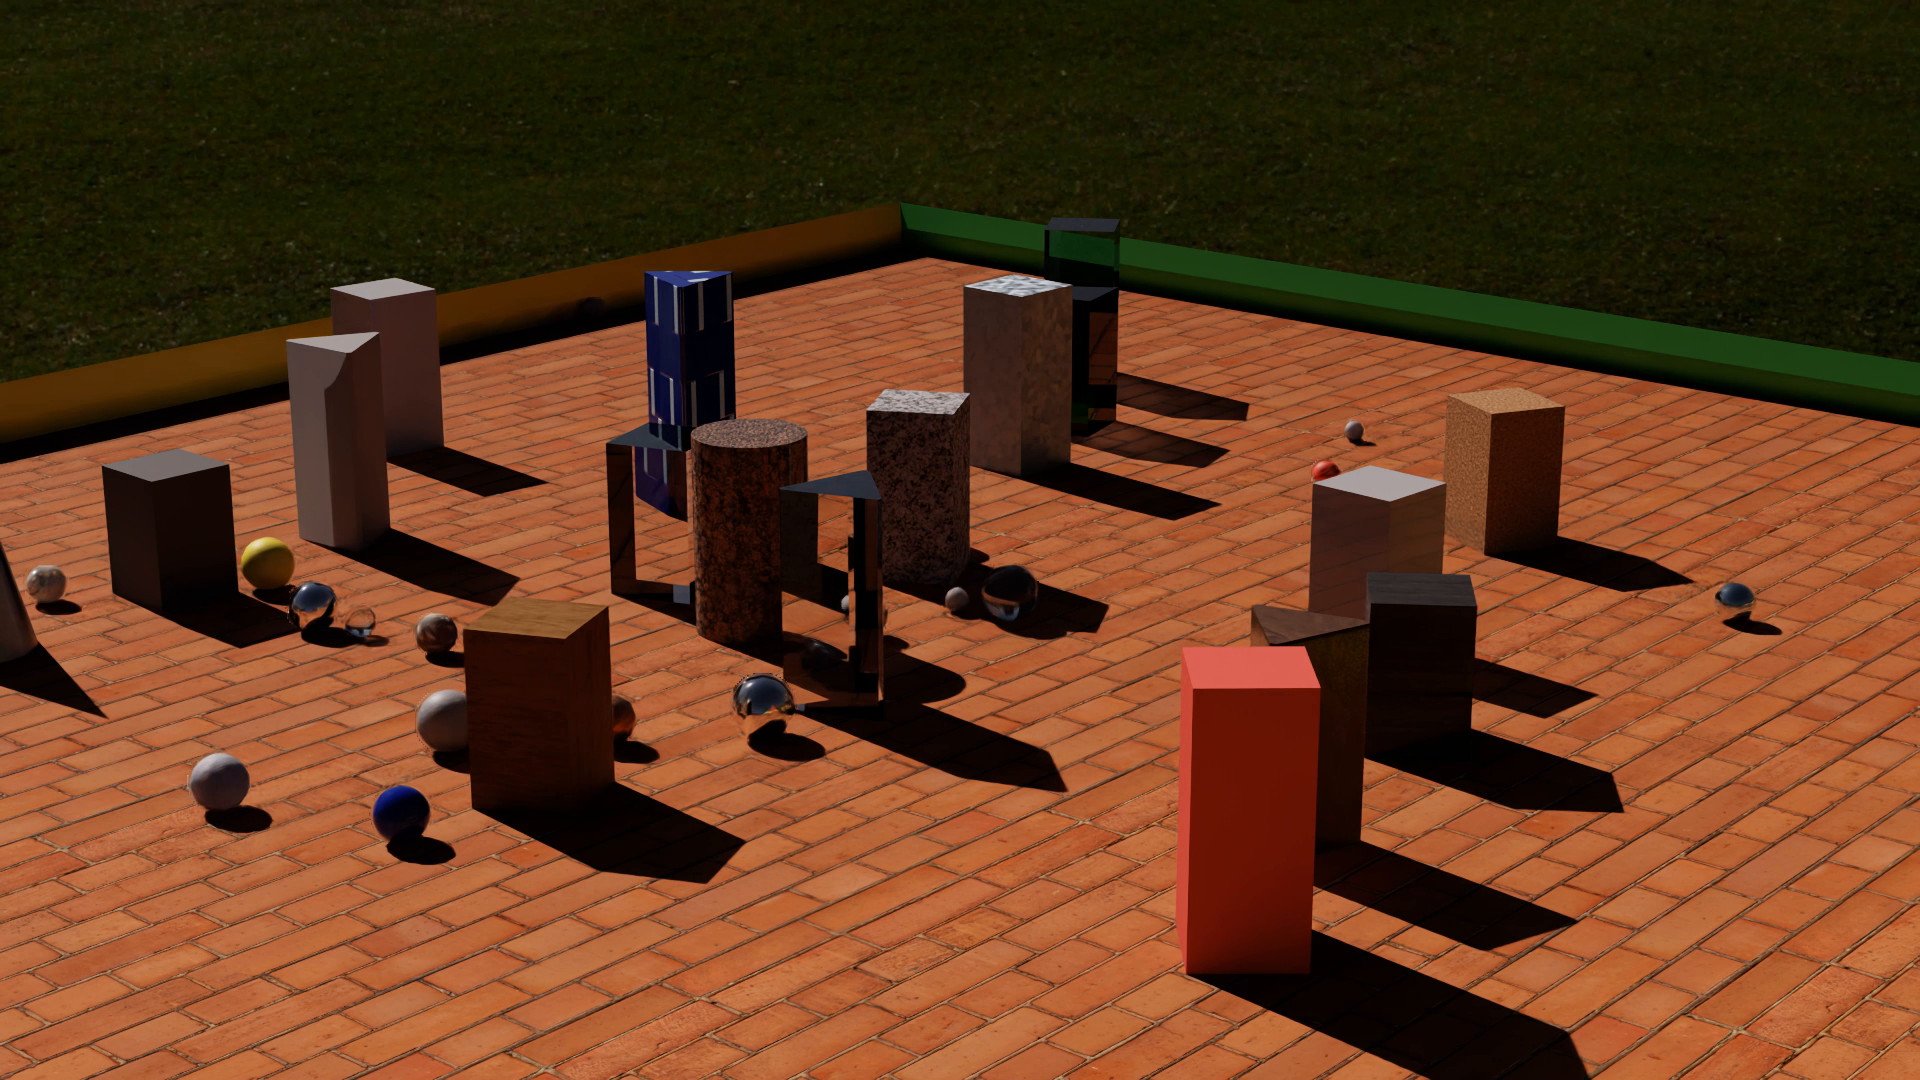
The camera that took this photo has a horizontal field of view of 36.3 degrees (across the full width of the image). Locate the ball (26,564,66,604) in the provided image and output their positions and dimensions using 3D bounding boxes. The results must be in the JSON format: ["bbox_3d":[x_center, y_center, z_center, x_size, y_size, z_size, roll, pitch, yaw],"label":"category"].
[{"bbox_3d":[-1.582,0.076,5.076,0.068,0.068,0.068,0,17,0],"label":"ball"}]

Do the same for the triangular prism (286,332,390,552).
[{"bbox_3d":[-1.119,-0.187,5.416,0.167,0.376,0.145,12,21,35],"label":"triangular prism"}]

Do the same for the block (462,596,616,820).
[{"bbox_3d":[-0.599,0.238,4.189,0.155,0.270,0.155,5,17,16],"label":"block"}]

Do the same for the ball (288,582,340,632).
[{"bbox_3d":[-1.086,0.112,4.928,0.084,0.084,0.084,0,17,0],"label":"ball"}]

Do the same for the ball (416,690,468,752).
[{"bbox_3d":[-0.765,0.271,4.385,0.094,0.094,0.094,0,17,0],"label":"ball"}]

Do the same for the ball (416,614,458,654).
[{"bbox_3d":[-0.860,0.154,4.816,0.068,0.068,0.068,0,17,0],"label":"ball"}]

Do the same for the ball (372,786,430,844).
[{"bbox_3d":[-0.772,0.379,4.052,0.080,0.080,0.080,0,17,0],"label":"ball"}]

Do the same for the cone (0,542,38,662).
[{"bbox_3d":[-1.626,-0.015,4.793,0.193,0.405,0.193,0,17,0],"label":"cone"}]

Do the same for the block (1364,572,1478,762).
[{"bbox_3d":[0.687,0.189,4.401,0.155,0.243,0.155,2,17,5],"label":"block"}]

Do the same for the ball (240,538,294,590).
[{"bbox_3d":[-1.215,0.041,5.148,0.093,0.093,0.093,0,17,0],"label":"ball"}]

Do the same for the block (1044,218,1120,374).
[{"bbox_3d":[0.274,-0.536,6.609,0.155,0.354,0.155,2,17,7],"label":"block"}]

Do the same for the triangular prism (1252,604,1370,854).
[{"bbox_3d":[0.445,0.260,4.030,0.167,0.320,0.145,-11,20,-32],"label":"triangular prism"}]

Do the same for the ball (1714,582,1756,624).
[{"bbox_3d":[1.315,0.106,4.974,0.069,0.069,0.069,0,17,0],"label":"ball"}]

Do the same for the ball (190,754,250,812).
[{"bbox_3d":[-1.051,0.344,4.163,0.082,0.082,0.082,0,17,0],"label":"ball"}]

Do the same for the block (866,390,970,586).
[{"bbox_3d":[-0.073,-0.095,5.218,0.155,0.312,0.155,3,17,11],"label":"block"}]

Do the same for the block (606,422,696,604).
[{"bbox_3d":[-0.510,-0.048,5.133,0.155,0.273,0.155,7,18,21],"label":"block"}]

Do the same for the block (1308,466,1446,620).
[{"bbox_3d":[0.684,0.042,4.819,0.155,0.282,0.155,16,23,42],"label":"block"}]

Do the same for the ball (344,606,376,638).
[{"bbox_3d":[-1.003,0.136,4.902,0.053,0.053,0.053,0,17,0],"label":"ball"}]

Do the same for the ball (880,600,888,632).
[{"bbox_3d":[-0.156,0.128,4.898,0.071,0.071,0.071,0,17,0],"label":"ball"}]

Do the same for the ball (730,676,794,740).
[{"bbox_3d":[-0.299,0.253,4.439,0.097,0.097,0.097,0,17,0],"label":"ball"}]

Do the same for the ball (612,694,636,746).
[{"bbox_3d":[-0.527,0.271,4.413,0.078,0.078,0.078,0,17,0],"label":"ball"}]

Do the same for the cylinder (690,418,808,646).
[{"bbox_3d":[-0.349,-0.015,4.906,0.193,0.340,0.193,0,17,0],"label":"cylinder"}]

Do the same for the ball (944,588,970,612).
[{"bbox_3d":[-0.005,0.103,5.029,0.043,0.043,0.043,0,17,0],"label":"ball"}]

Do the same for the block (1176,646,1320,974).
[{"bbox_3d":[0.358,0.338,3.673,0.155,0.378,0.155,0,17,-1],"label":"block"}]

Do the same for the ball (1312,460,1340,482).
[{"bbox_3d":[0.723,-0.131,5.789,0.053,0.053,0.053,0,17,0],"label":"ball"}]

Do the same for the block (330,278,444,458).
[{"bbox_3d":[-1.180,-0.355,6.046,0.155,0.333,0.155,-15,22,-40],"label":"block"}]

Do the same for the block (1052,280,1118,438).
[{"bbox_3d":[0.232,-0.385,6.218,0.155,0.292,0.155,8,18,24],"label":"block"}]

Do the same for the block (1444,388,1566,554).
[{"bbox_3d":[1.001,-0.129,5.412,0.155,0.266,0.155,-6,18,-21],"label":"block"}]

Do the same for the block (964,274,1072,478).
[{"bbox_3d":[0.116,-0.333,5.911,0.155,0.368,0.155,15,22,40],"label":"block"}]

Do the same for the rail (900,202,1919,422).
[{"bbox_3d":[1.463,-0.455,6.733,4.353,0.126,0.045,14,22,39],"label":"rail"}]

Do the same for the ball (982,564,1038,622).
[{"bbox_3d":[0.084,0.090,4.981,0.096,0.096,0.096,0,17,0],"label":"ball"}]

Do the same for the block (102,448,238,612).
[{"bbox_3d":[-1.375,-0.019,5.107,0.155,0.232,0.155,15,22,40],"label":"block"}]

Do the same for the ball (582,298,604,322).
[{"bbox_3d":[-0.904,-0.567,7.230,0.055,0.055,0.055,0,17,0],"label":"ball"}]

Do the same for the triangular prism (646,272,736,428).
[{"bbox_3d":[-0.545,-0.300,5.690,0.145,0.434,0.167,10,19,29],"label":"triangular prism"}]

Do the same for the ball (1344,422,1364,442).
[{"bbox_3d":[0.823,-0.227,6.127,0.041,0.041,0.041,0,17,0],"label":"ball"}]

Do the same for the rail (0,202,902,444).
[{"bbox_3d":[-1.625,-0.376,6.471,0.045,0.126,4.509,14,22,39],"label":"rail"}]

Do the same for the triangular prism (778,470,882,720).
[{"bbox_3d":[-0.172,0.080,4.564,0.167,0.355,0.145,6,18,20],"label":"triangular prism"}]
